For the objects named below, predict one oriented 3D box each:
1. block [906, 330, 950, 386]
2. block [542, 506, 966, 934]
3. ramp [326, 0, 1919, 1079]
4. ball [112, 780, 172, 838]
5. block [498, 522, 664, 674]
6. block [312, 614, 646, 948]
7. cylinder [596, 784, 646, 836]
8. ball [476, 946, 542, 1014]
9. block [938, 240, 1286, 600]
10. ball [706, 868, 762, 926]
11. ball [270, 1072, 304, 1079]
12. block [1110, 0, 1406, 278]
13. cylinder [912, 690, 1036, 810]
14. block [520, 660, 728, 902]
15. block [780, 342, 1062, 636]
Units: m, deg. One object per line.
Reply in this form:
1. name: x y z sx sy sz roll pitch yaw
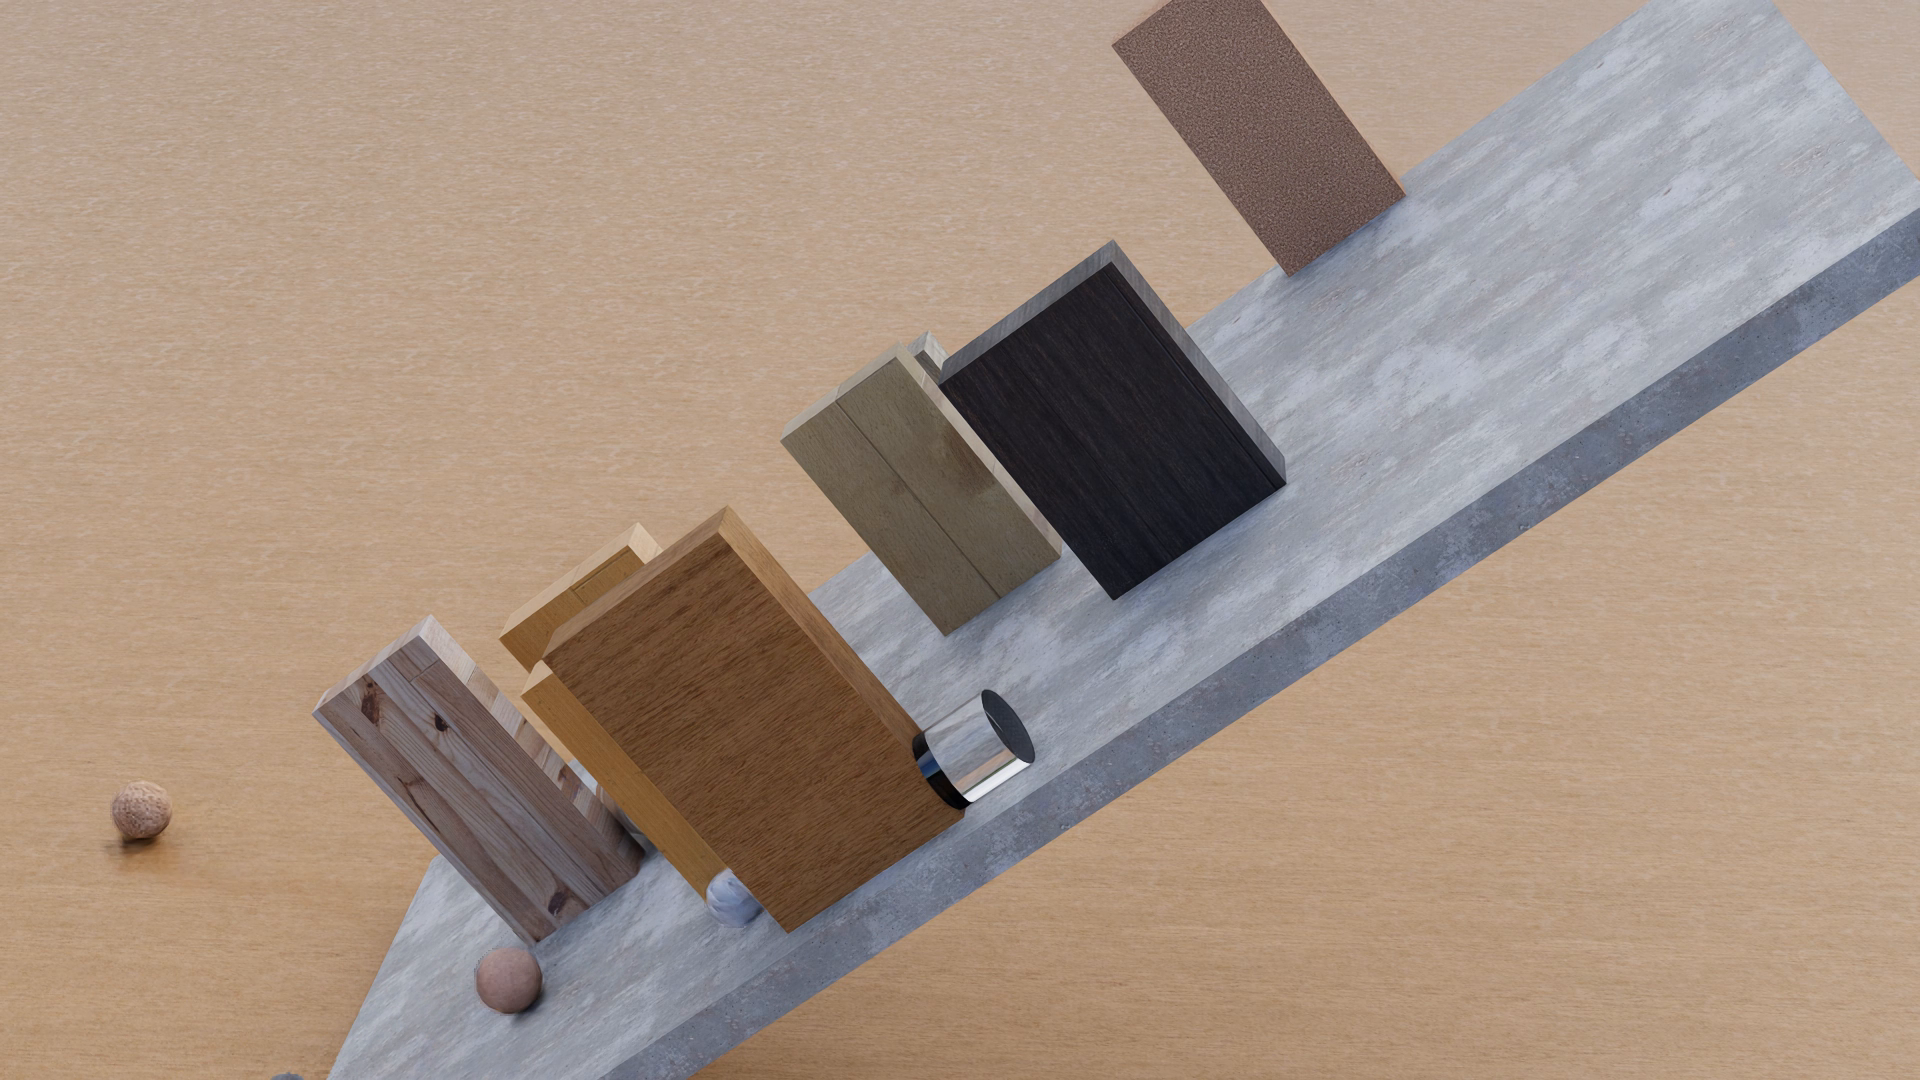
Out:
1. block: -0.046 -0.223 6.833 0.267 0.440 0.137 -35 16 17
2. block: -0.377 0.343 5.510 0.428 0.719 0.129 -35 16 17
3. ramp: 0.126 0.181 6.329 4.000 0.100 2.000 -35 16 17
4. ball: -2.243 0.740 8.070 0.159 0.159 0.159 0 23 0
5. block: -0.740 0.289 6.853 0.398 0.529 0.136 -35 16 17
6. block: -1.063 0.541 6.525 0.323 0.729 0.109 -35 16 17
7. cylinder: -0.710 0.577 6.644 0.177 0.177 0.177 -12 3 -26
8. ball: -0.964 0.941 6.287 0.142 0.142 0.142 0 23 0
9. block: 0.303 -0.233 5.815 0.425 0.570 0.145 -35 16 17
10. ball: -0.443 0.703 5.794 0.115 0.115 0.115 0 23 0
11. ball: -1.538 1.278 6.711 0.123 0.123 0.123 0 23 0
12. block: 0.687 -0.973 6.754 0.330 0.689 0.082 -35 16 17
13. cylinder: 0.026 0.391 5.488 0.164 0.164 0.164 -35 16 17
14. block: -0.533 0.404 5.909 0.368 0.608 0.149 -35 16 17
15. block: -0.080 -0.107 6.347 0.319 0.571 0.102 -35 16 17
